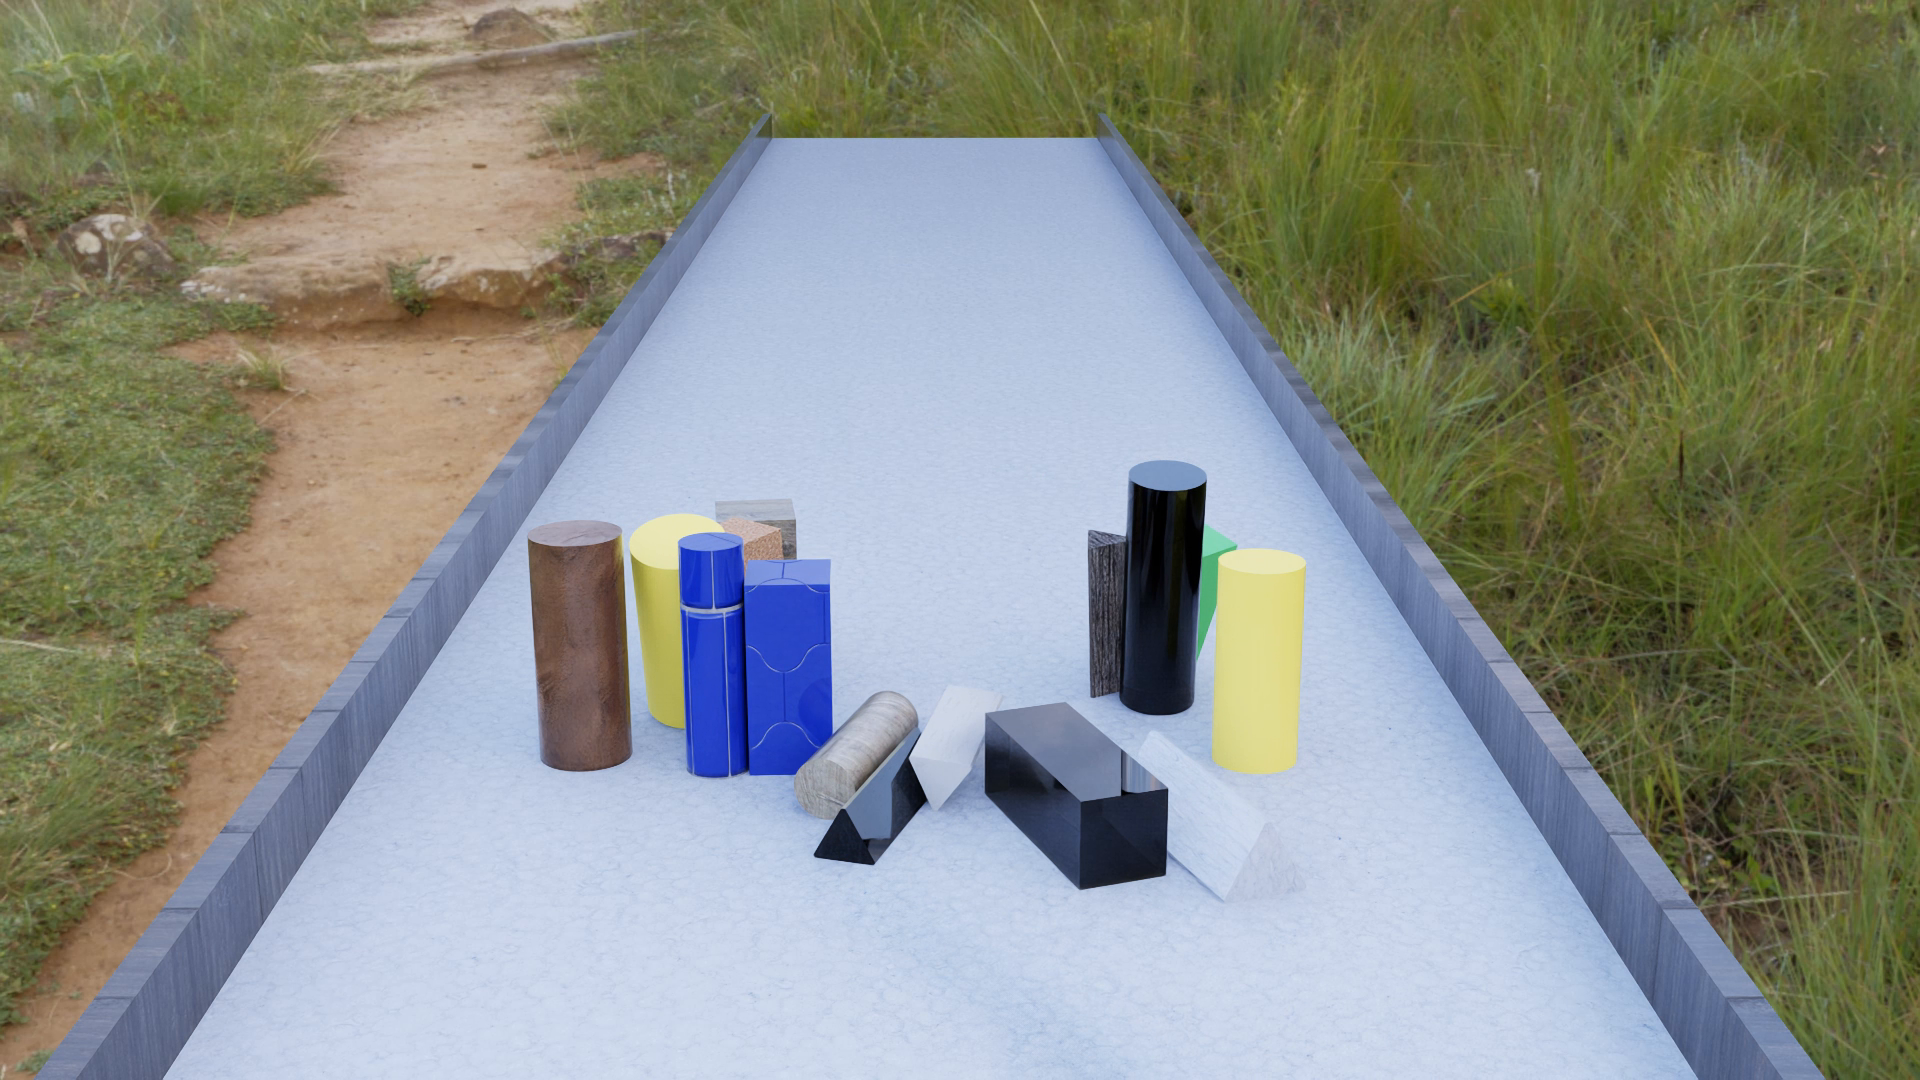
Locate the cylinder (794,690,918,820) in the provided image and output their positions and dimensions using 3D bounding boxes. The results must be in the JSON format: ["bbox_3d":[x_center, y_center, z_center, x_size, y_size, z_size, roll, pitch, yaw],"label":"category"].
[{"bbox_3d":[-0.175,0.368,3.800,0.109,0.109,0.336,5,17,16],"label":"cylinder"}]

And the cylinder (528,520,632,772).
[{"bbox_3d":[-0.669,0.186,3.878,0.163,0.413,0.163,0,17,0],"label":"cylinder"}]

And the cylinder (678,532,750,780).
[{"bbox_3d":[-0.426,0.202,3.818,0.112,0.416,0.112,0,17,0],"label":"cylinder"}]

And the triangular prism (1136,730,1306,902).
[{"bbox_3d":[0.397,0.433,3.542,0.142,0.123,0.405,-6,18,-20],"label":"triangular prism"}]

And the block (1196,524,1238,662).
[{"bbox_3d":[0.417,0.121,4.258,0.113,0.301,0.113,35,34,32],"label":"block"}]

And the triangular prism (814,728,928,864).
[{"bbox_3d":[-0.130,0.417,3.658,0.103,0.089,0.368,5,17,17],"label":"triangular prism"}]

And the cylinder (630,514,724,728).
[{"bbox_3d":[-0.501,0.150,4.023,0.173,0.362,0.173,0,35,0],"label":"cylinder"}]

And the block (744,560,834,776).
[{"bbox_3d":[-0.298,0.223,3.865,0.146,0.349,0.146,-1,17,-3],"label":"block"}]

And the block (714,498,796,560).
[{"bbox_3d":[-0.403,0.092,4.366,0.153,0.314,0.153,-2,17,-7],"label":"block"}]

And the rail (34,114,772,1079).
[{"bbox_3d":[-1.118,-0.838,7.780,0.050,0.150,12.000,0,17,-1],"label":"rail"}]

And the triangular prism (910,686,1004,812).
[{"bbox_3d":[-0.018,0.341,3.838,0.091,0.106,0.345,37,19,-2],"label":"triangular prism"}]

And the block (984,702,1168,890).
[{"bbox_3d":[0.183,0.410,3.588,0.149,0.149,0.403,-6,18,-20],"label":"block"}]

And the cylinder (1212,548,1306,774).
[{"bbox_3d":[0.524,0.212,3.869,0.151,0.367,0.151,0,17,0],"label":"cylinder"}]

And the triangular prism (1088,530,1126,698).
[{"bbox_3d":[0.272,0.137,4.212,0.100,0.306,0.087,-12,23,-24],"label":"triangular prism"}]

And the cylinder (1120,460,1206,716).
[{"bbox_3d":[0.376,0.091,4.089,0.143,0.459,0.143,0,25,0],"label":"cylinder"}]

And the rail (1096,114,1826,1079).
[{"bbox_3d":[0.932,-0.844,7.801,0.050,0.150,12.000,0,17,-1],"label":"rail"}]

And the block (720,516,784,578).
[{"bbox_3d":[-0.415,0.135,4.194,0.123,0.320,0.123,14,27,39],"label":"block"}]
